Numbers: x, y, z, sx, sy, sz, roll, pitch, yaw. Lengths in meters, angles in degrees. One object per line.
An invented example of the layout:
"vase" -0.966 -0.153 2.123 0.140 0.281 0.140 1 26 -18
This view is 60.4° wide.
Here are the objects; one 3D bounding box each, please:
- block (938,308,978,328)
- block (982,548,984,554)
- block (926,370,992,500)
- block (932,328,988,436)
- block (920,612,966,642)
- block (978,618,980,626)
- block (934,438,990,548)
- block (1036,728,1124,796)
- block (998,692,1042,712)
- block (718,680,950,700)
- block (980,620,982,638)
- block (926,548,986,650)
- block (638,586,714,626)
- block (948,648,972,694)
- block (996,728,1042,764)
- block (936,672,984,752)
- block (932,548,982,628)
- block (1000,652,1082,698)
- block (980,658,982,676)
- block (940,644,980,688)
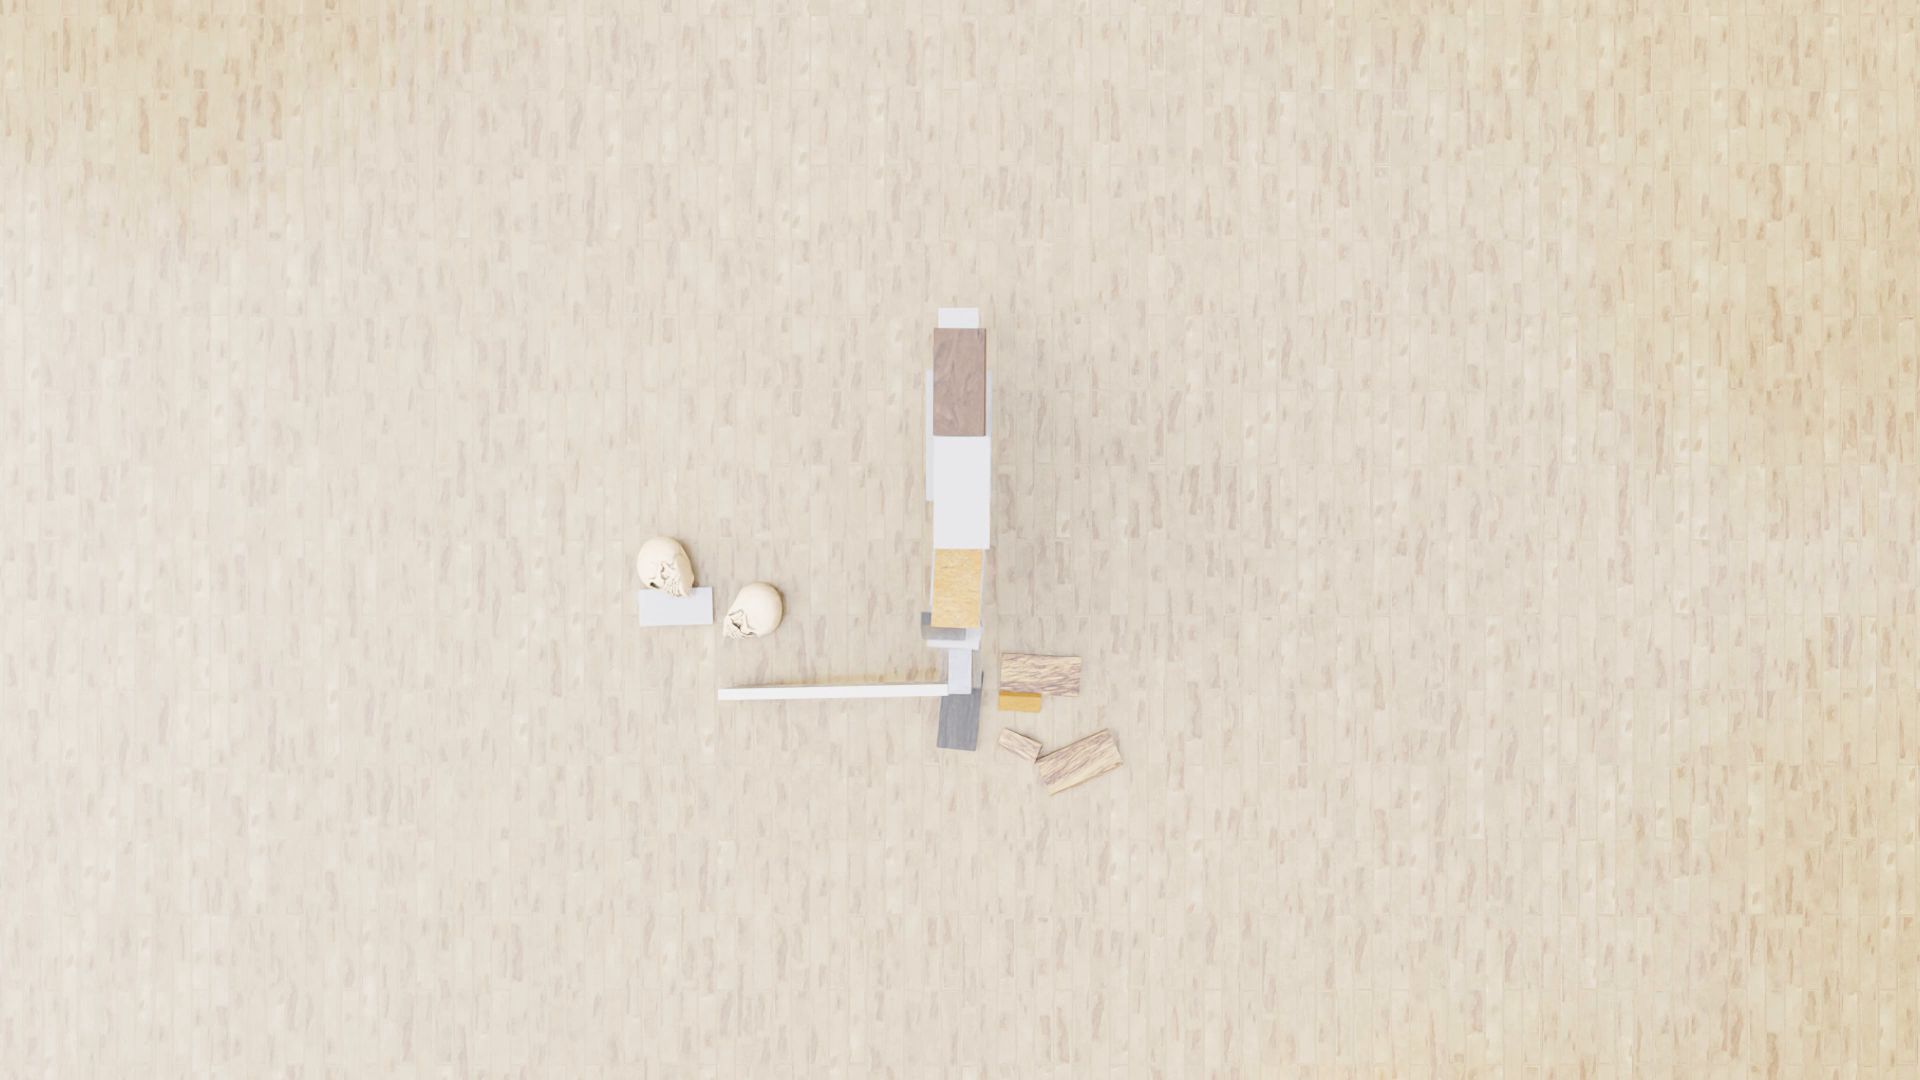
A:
"block" -0.005 -0.607 5.228 0.127 0.036 0.254 0 90 0
"block" -0.001 0.039 4.495 0.125 0.249 0.035 2 78 0
"block" -0.003 -0.279 4.423 0.174 0.049 0.347 0 90 0
"block" 0.000 -0.393 4.113 0.133 0.038 0.266 0 90 0
"block" -0.044 0.237 4.498 0.122 0.243 0.034 2 77 0
"block" -0.009 0.201 4.495 0.125 0.249 0.035 2 77 0
"block" 0.004 -0.116 4.102 0.138 0.039 0.276 0 90 0
"block" 0.397 0.740 5.481 0.263 0.037 0.131 -23 90 0
"block" 0.198 0.538 5.471 0.139 0.020 0.069 3 128 0
"block" -0.390 0.481 5.280 0.823 0.122 0.034 -3 90 24
"block" -0.011 0.255 4.807 0.145 0.291 0.041 6 90 0
"block" -0.011 0.157 4.641 0.145 0.041 0.291 4 90 0
"block" -0.942 0.221 5.483 0.243 0.034 0.122 -2 90 0
"block" -0.001 0.401 5.055 0.069 0.020 0.139 1 89 -5
"block" 0.198 0.683 5.472 0.139 0.020 0.069 22 90 16
"block" 0.000 0.563 5.481 0.131 0.037 0.263 6 90 0
"block" -0.007 0.106 4.351 0.125 0.035 0.249 3 90 0
"block" 0.267 0.448 5.481 0.263 0.037 0.131 3 90 0
"block" 0.004 0.407 5.370 0.130 0.259 0.037 7 90 0
"block" 0.001 0.337 5.222 0.130 0.037 0.259 0 90 0
